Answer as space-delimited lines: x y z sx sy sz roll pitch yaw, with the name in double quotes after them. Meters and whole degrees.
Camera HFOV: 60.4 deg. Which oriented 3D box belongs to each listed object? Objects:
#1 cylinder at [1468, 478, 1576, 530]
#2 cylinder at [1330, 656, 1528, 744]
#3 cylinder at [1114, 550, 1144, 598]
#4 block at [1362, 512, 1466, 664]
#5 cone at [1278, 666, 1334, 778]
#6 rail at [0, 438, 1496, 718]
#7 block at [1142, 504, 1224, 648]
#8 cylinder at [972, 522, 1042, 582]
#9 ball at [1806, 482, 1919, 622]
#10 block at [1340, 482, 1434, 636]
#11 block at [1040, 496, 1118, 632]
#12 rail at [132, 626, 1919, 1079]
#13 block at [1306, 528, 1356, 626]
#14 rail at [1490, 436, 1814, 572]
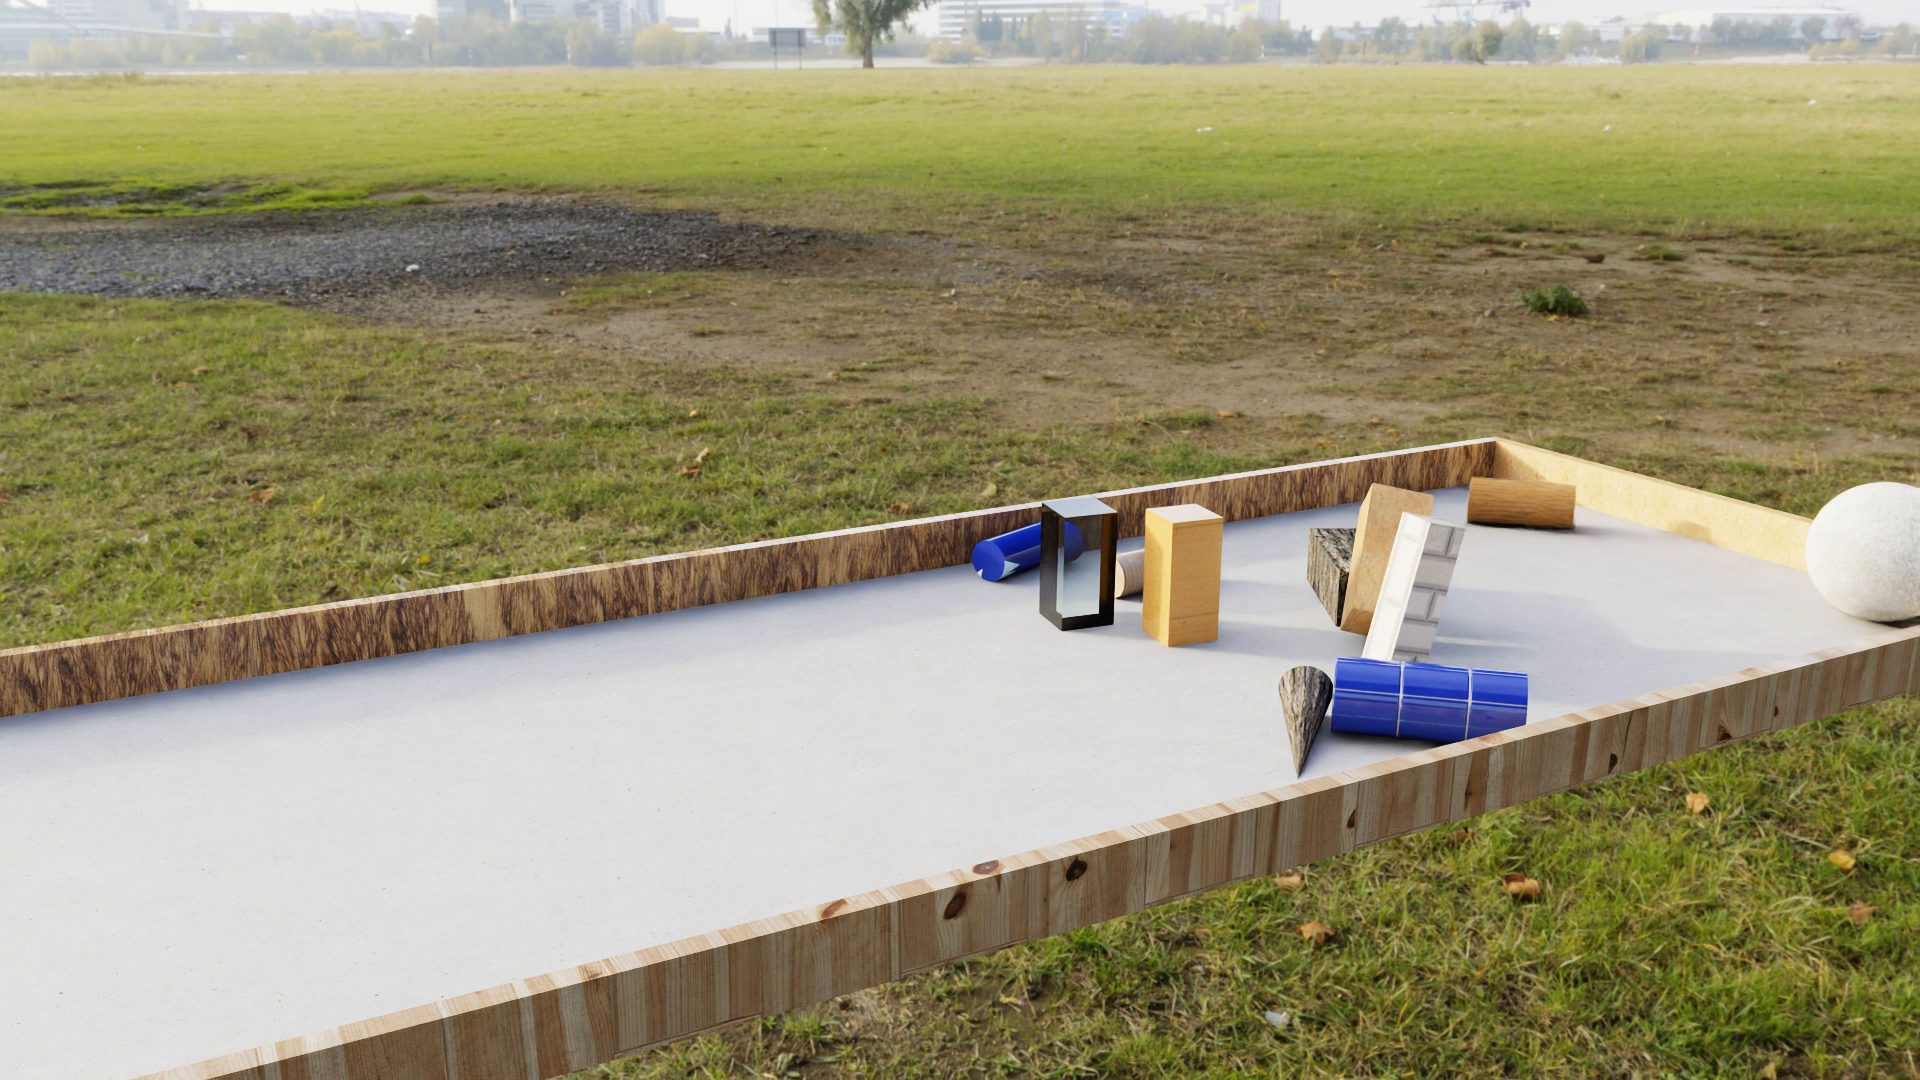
1.872 -0.120 5.501 0.332 0.147 0.147 6 17 19 "cylinder"
1.070 0.371 3.778 0.420 0.177 0.177 4 17 14 "cylinder"
0.565 0.084 4.849 0.302 0.123 0.123 -10 19 -31 "cylinder"
1.133 0.143 4.132 0.111 0.400 0.111 8 12 -24 "block"
0.778 0.438 3.751 0.129 0.129 0.388 4 26 13 "cone"
-3.305 0.497 3.399 12.000 0.150 0.050 -9 18 -27 "rail"
0.596 0.093 4.430 0.150 0.343 0.150 -6 17 -20 "block"
0.198 0.025 5.045 0.126 0.126 0.350 14 21 39 "cylinder"
2.553 0.033 4.556 0.387 0.387 0.387 0 16 0 "ball"
1.144 0.062 4.418 0.163 0.371 0.163 13 -23 6 "block"
0.325 0.065 4.552 0.157 0.325 0.157 -6 19 -20 "block"
-2.336 1.006 1.665 12.000 0.150 0.050 -9 18 -27 "rail"
1.118 0.102 4.727 0.159 0.159 0.432 0 16 1 "block"
2.466 -0.048 5.253 0.050 0.150 2.100 -9 18 -27 "rail"
